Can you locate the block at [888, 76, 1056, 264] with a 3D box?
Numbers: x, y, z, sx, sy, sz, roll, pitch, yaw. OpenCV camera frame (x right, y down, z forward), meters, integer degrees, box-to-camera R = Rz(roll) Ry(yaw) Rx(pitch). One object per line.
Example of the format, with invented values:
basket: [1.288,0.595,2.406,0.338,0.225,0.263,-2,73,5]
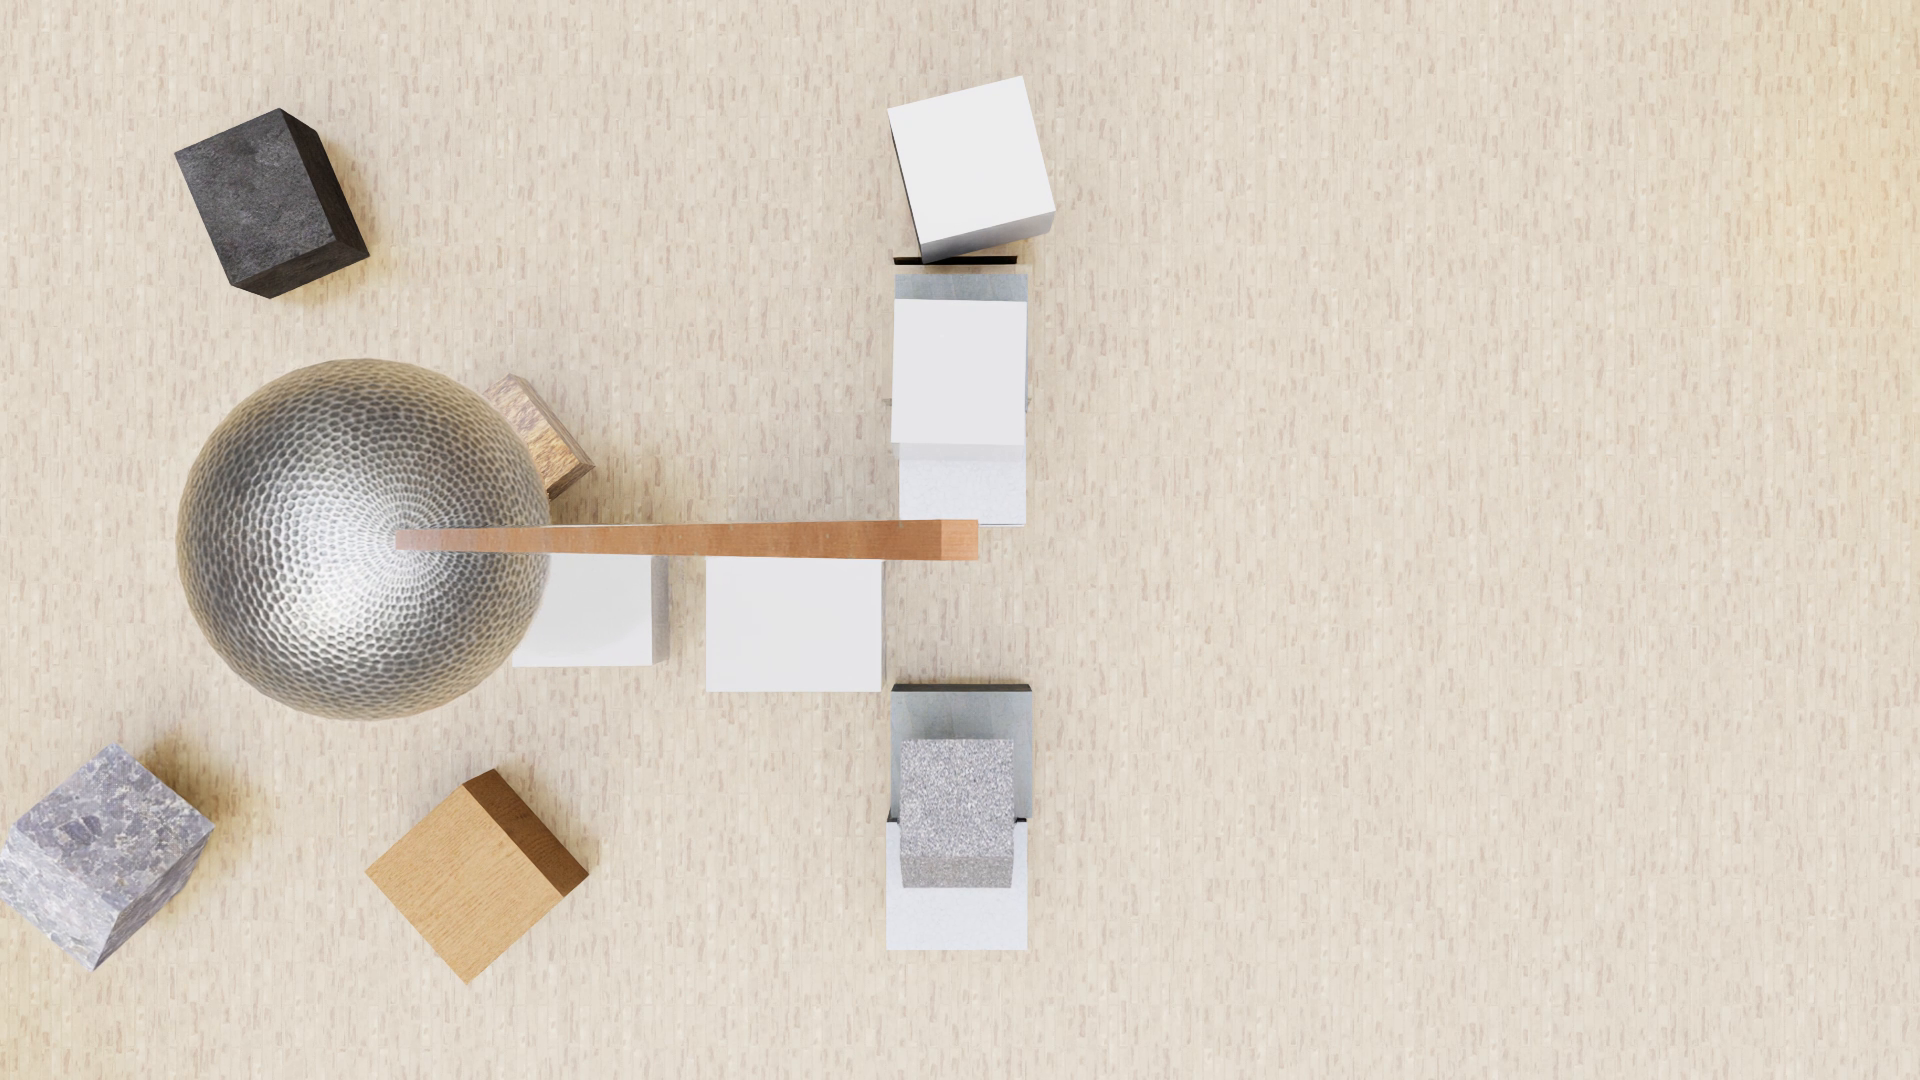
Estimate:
block: [0.059,-1.971,11.815,0.722,0.834,0.721,-14,90,0]

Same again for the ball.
ball: [-2.601,0.000,9.661,1.600,1.600,1.600,0,90,0]

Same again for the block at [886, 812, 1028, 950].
block: [-0.018,1.927,12.618,0.784,0.763,0.710,0,90,0]

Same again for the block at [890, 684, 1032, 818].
block: [0.009,1.206,12.670,0.796,0.659,0.710,0,90,0]

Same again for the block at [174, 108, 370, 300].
block: [-3.939,-1.920,12.642,0.644,0.717,0.806,-23,90,0]

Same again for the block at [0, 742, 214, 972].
block: [-4.862,1.796,12.465,0.757,0.769,0.745,39,133,0]

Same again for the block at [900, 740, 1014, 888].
block: [-0.016,1.487,11.898,0.596,0.691,0.638,0,68,0]

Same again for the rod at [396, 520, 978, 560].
rod: [-1.127,0.000,6.597,0.080,5.200,0.080,0,90,-26]

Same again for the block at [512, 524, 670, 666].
block: [-2.110,0.310,12.627,0.778,0.746,0.786,-1,90,0]

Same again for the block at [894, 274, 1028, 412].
block: [0.007,-1.050,11.996,0.707,0.622,0.726,0,90,0]

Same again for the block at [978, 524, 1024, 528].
block: [0.013,-0.430,12.674,0.695,0.652,0.710,0,90,0]

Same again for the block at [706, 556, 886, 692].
block: [-0.922,0.388,12.596,0.971,0.808,0.906,0,90,0]

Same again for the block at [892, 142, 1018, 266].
block: [-0.030,-1.942,12.616,0.695,0.768,0.729,-1,90,0]

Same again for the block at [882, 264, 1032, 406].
block: [-0.017,-1.167,12.654,0.842,0.692,0.746,0,90,0]

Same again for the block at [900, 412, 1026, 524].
block: [0.014,-0.381,11.993,0.669,0.711,0.592,0,90,0]

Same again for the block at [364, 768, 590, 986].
block: [-2.742,1.906,12.579,0.725,0.842,0.848,-42,90,0]

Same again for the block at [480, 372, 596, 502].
block: [-2.581,-0.513,12.722,0.579,0.557,0.652,-38,90,0]

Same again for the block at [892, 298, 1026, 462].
block: [-0.004,-0.812,11.339,0.664,0.622,0.728,1,84,0]
